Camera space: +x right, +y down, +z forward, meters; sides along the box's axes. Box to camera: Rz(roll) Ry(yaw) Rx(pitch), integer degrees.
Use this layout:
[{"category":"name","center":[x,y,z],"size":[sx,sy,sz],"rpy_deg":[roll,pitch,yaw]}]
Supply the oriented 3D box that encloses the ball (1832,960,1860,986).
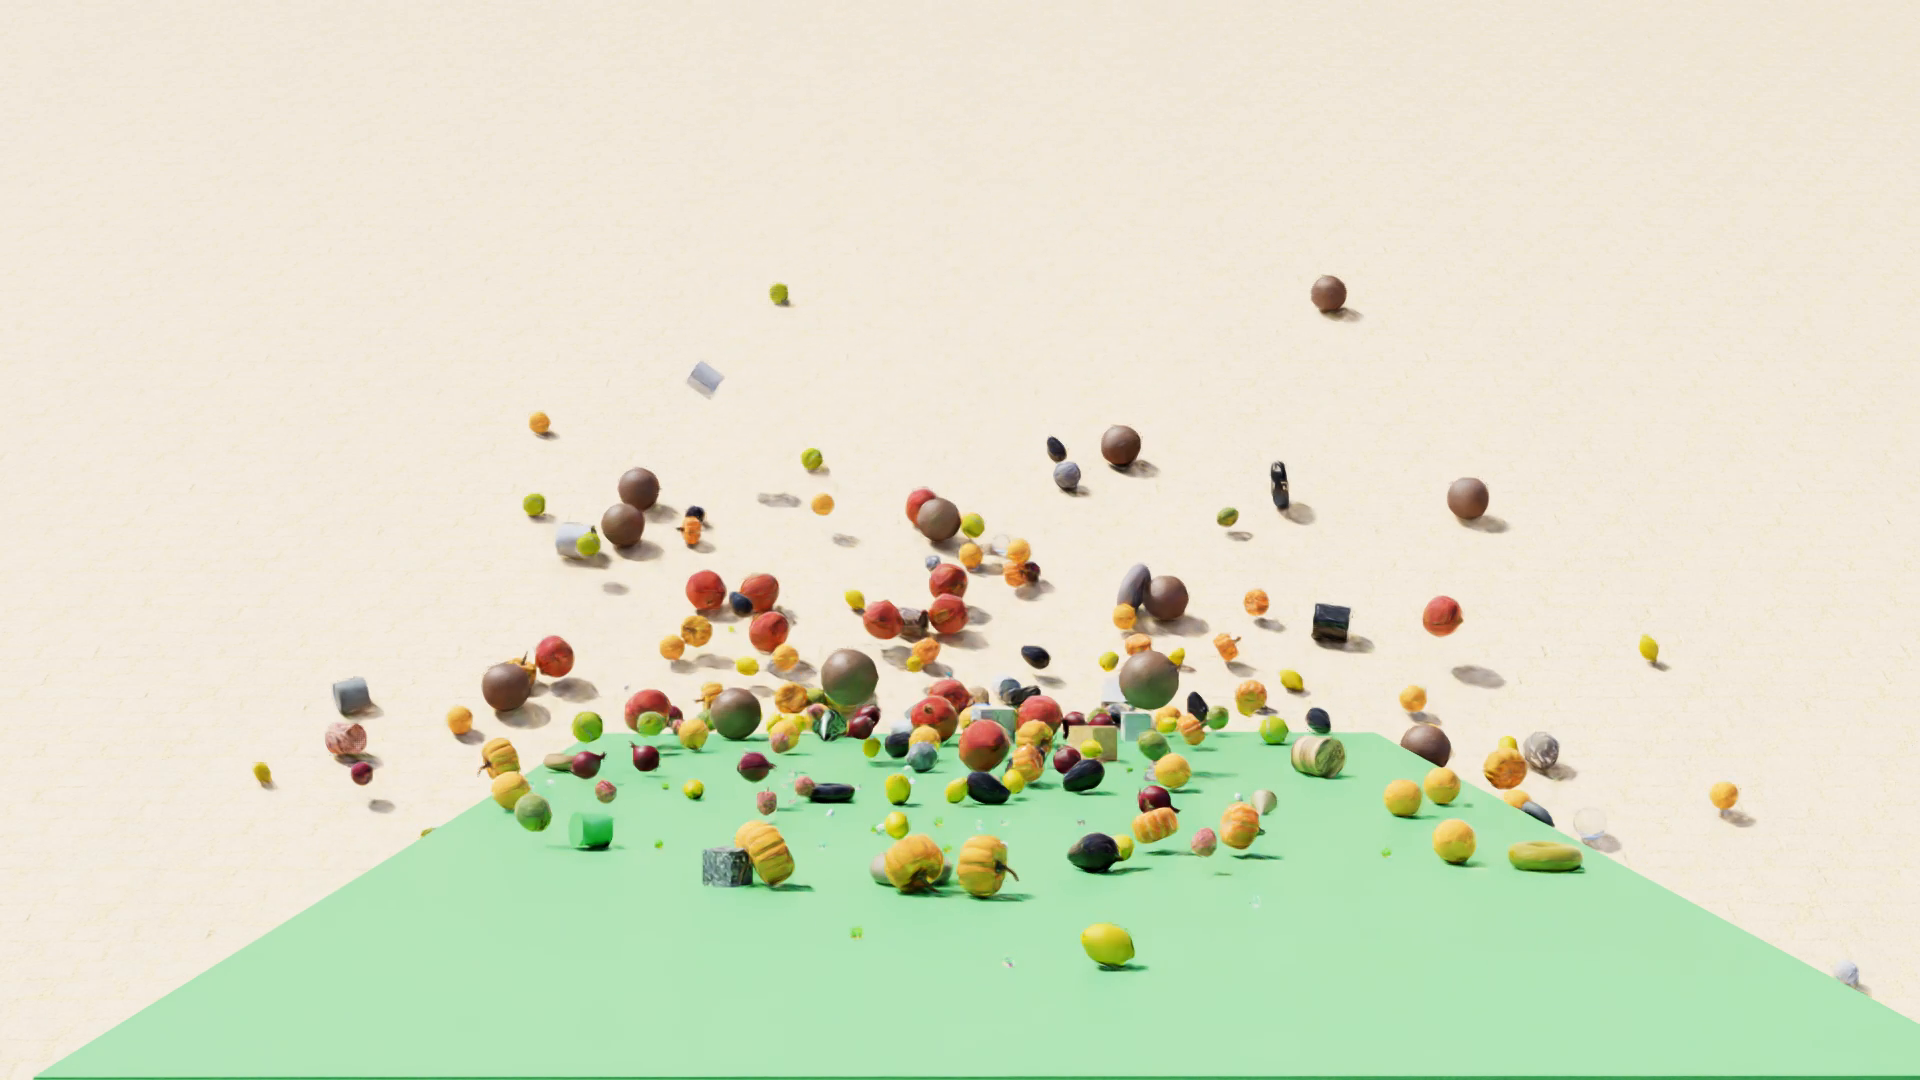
[{"category":"ball","center":[1.996,0.976,5.821],"size":[0.060,0.060,0.060],"rpy_deg":[0,28,0]}]

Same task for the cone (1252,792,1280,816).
[{"category":"cone","center":[0.565,0.502,4.828],"size":[0.052,0.052,0.052],"rpy_deg":[11,11,20]}]

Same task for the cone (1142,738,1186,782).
[{"category":"cone","center":[0.430,0.460,5.455],"size":[0.092,0.092,0.092],"rpy_deg":[0,1,0]}]

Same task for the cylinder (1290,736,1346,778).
[{"category":"cylinder","center":[0.766,0.463,5.529],"size":[0.083,0.083,0.083],"rpy_deg":[-19,11,-31]}]

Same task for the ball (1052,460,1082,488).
[{"category":"ball","center":[0.331,-0.202,8.010],"size":[0.088,0.088,0.088],"rpy_deg":[0,28,0]}]

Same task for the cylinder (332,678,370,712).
[{"category":"cylinder","center":[-1.617,0.411,6.864],"size":[0.078,0.078,0.078],"rpy_deg":[-13,31,-25]}]

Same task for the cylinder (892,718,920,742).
[{"category":"cylinder","center":[-0.133,0.468,6.355],"size":[0.055,0.055,0.055],"rpy_deg":[0,27,20]}]

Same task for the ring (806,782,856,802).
[{"category":"ring","center":[-0.253,0.495,5.066],"size":[0.098,0.033,0.098],"rpy_deg":[-1,0,0]}]

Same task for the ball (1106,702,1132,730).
[{"category":"ball","center":[0.414,0.457,6.690],"size":[0.073,0.073,0.073],"rpy_deg":[0,28,0]}]

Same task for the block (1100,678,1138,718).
[{"category":"block","center":[0.421,0.420,6.818],"size":[0.077,0.077,0.077],"rpy_deg":[3,49,16]}]

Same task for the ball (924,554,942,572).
[{"category":"ball","center":[-0.079,0.068,7.542],"size":[0.050,0.050,0.050],"rpy_deg":[0,28,0]}]

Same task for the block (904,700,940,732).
[{"category":"block","center":[-0.098,0.452,6.619],"size":[0.057,0.057,0.057],"rpy_deg":[5,51,-60]}]

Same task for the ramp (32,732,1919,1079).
[{"category":"ramp","center":[0.063,0.567,4.607],"size":[2.000,0.100,4.000],"rpy_deg":[0,1,0]}]

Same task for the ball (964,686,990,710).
[{"category":"ball","center":[0.045,0.421,6.859],"size":[0.067,0.067,0.067],"rpy_deg":[0,28,0]}]

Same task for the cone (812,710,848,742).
[{"category":"cone","center":[-0.325,0.472,6.306],"size":[0.088,0.088,0.088],"rpy_deg":[3,24,6]}]

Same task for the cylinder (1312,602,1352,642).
[{"category":"cylinder","center":[1.033,0.228,7.186],"size":[0.097,0.097,0.097],"rpy_deg":[8,29,10]}]

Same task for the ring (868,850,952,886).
[{"category":"ring","center":[-0.076,0.503,3.956],"size":[0.129,0.043,0.129],"rpy_deg":[1,1,0]}]

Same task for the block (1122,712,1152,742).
[{"category":"block","center":[0.436,0.462,6.388],"size":[0.066,0.066,0.066],"rpy_deg":[0,1,-4]}]

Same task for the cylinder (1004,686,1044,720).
[{"category":"cylinder","center":[0.167,0.430,6.824],"size":[0.083,0.083,0.083],"rpy_deg":[-8,29,-15]}]

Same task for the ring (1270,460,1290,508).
[{"category":"ring","center":[0.975,-0.170,7.884],"size":[0.049,0.147,0.147],"rpy_deg":[-6,27,10]}]

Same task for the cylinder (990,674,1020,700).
[{"category":"cylinder","center":[0.122,0.393,6.897],"size":[0.063,0.063,0.063],"rpy_deg":[-9,11,-17]}]

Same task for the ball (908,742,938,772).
[{"category":"ball","center":[-0.081,0.471,5.618],"size":[0.067,0.067,0.067],"rpy_deg":[0,28,0]}]

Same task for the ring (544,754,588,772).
[{"category":"ring","center":[-0.857,0.484,5.626],"size":[0.098,0.033,0.098],"rpy_deg":[5,-5,0]}]

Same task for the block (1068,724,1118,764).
[{"category":"block","center":[0.301,0.462,5.850],"size":[0.079,0.079,0.079],"rpy_deg":[-1,1,-41]}]

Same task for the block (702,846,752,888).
[{"category":"block","center":[-0.355,0.498,3.936],"size":[0.054,0.054,0.054],"rpy_deg":[0,1,33]}]

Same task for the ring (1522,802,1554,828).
[{"category":"ring","center":[1.093,0.527,4.888],"size":[0.025,0.075,0.075],"rpy_deg":[-37,40,-16]}]

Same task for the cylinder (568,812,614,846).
[{"category":"cylinder","center":[-0.622,0.488,4.356],"size":[0.057,0.057,0.057],"rpy_deg":[6,20,-35]}]

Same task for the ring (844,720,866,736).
[{"category":"ring","center":[-0.280,0.474,6.494],"size":[0.092,0.031,0.092],"rpy_deg":[-3,-13,-1]}]

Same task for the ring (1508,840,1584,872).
[{"category":"ring","center":[0.931,0.503,4.105],"size":[0.117,0.039,0.117],"rpy_deg":[1,1,0]}]

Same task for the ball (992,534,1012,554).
[{"category":"ball","center":[0.123,0.011,7.640],"size":[0.058,0.058,0.058],"rpy_deg":[0,28,0]}]

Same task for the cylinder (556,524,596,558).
[{"category":"cylinder","center":[-1.130,0.002,7.613],"size":[0.097,0.097,0.097],"rpy_deg":[4,28,8]}]

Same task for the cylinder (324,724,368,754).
[{"category":"cylinder","center":[-1.582,0.512,6.655],"size":[0.077,0.077,0.077],"rpy_deg":[-2,22,36]}]

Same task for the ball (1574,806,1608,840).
[{"category":"ball","center":[1.544,0.694,6.330],"size":[0.081,0.081,0.081],"rpy_deg":[0,28,0]}]

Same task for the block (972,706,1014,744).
[{"category":"block","center":[0.080,0.453,6.318],"size":[0.086,0.086,0.086],"rpy_deg":[0,1,-15]}]

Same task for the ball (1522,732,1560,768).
[{"category":"ball","center":[1.488,0.537,6.614],"size":[0.092,0.092,0.092],"rpy_deg":[0,28,0]}]

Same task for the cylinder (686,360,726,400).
[{"category":"cylinder","center":[-0.783,-0.492,7.962],"size":[0.090,0.090,0.090],"rpy_deg":[36,33,1]}]

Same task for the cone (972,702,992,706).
[{"category":"cone","center":[0.046,0.434,6.590],"size":[0.077,0.077,0.077],"rpy_deg":[-13,32,-23]}]
